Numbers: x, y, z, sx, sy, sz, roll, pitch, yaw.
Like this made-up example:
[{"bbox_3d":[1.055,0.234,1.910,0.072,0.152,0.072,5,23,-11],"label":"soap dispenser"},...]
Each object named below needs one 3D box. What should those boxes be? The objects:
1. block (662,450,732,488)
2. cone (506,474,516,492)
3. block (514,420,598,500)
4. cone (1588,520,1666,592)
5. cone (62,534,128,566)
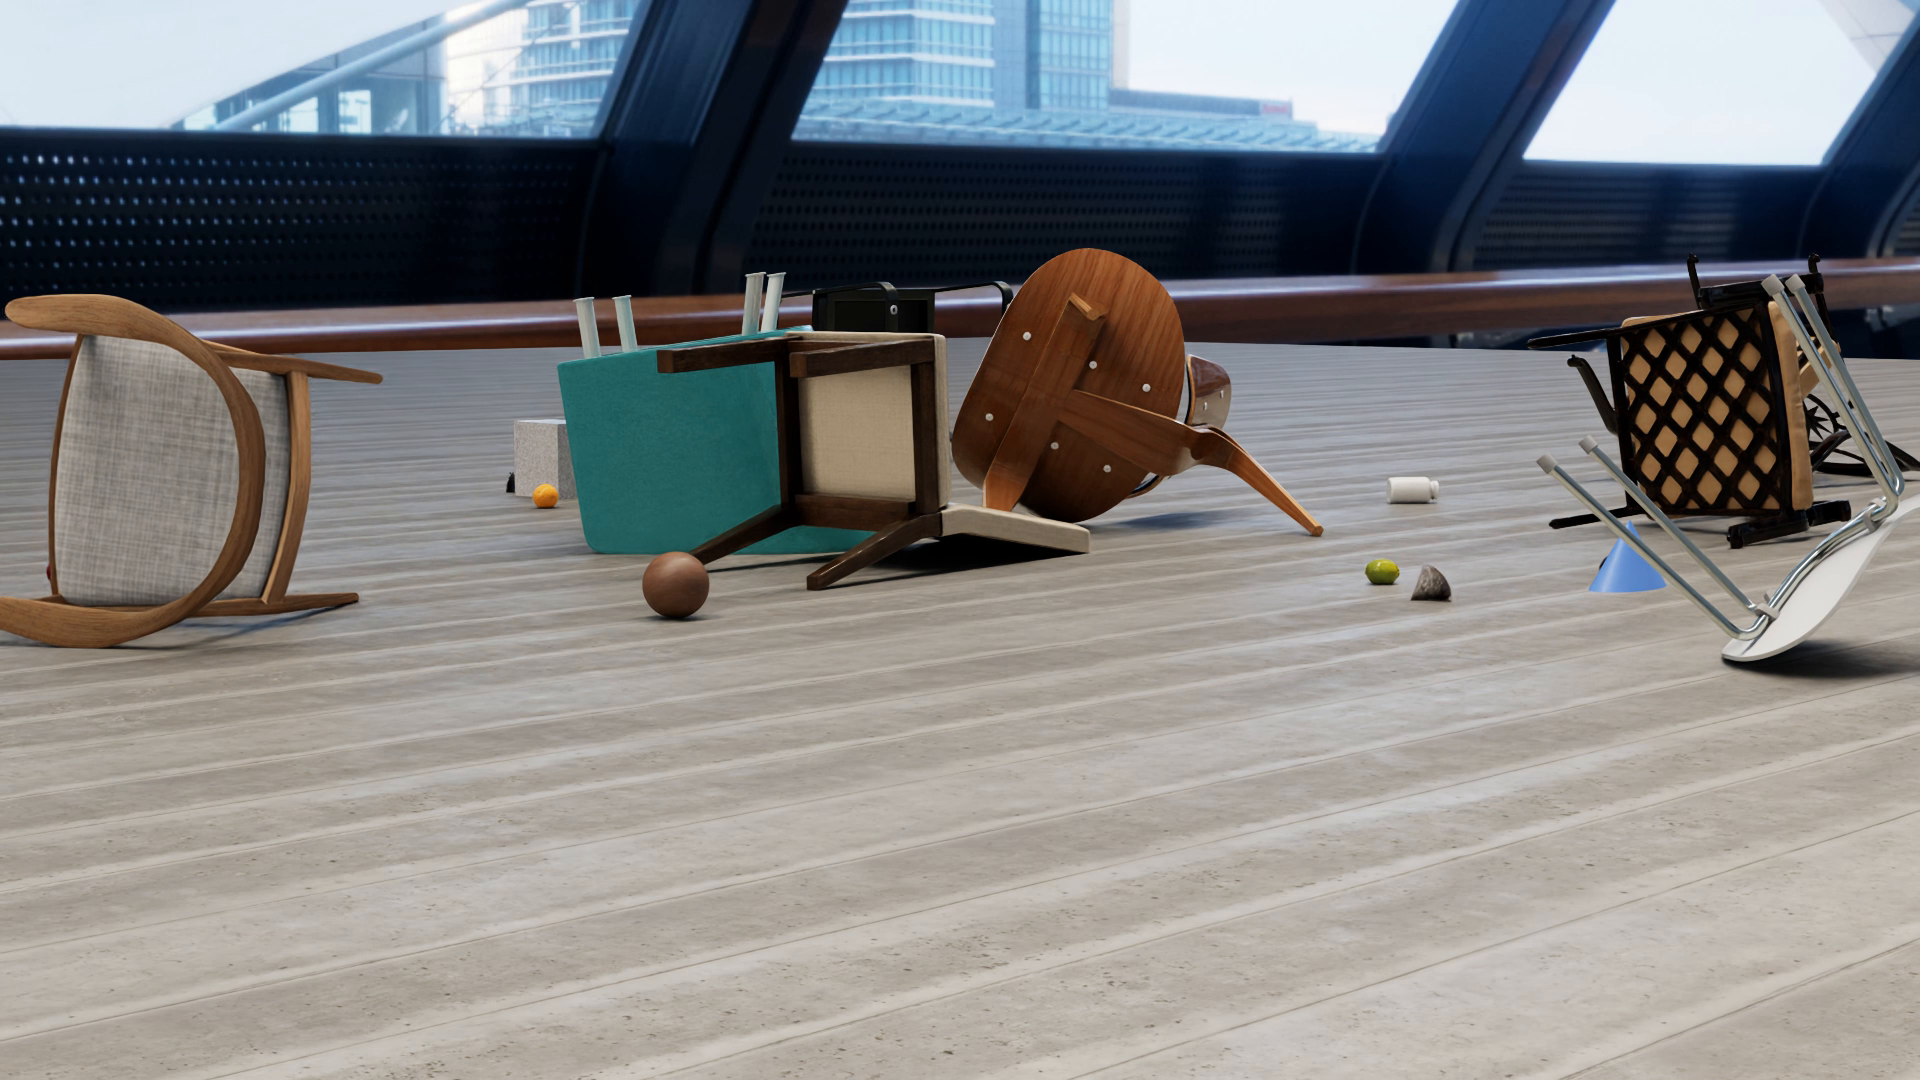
[{"bbox_3d":[-0.824,-0.225,8.044,0.218,0.113,0.100,0,6,-2],"label":"block"},{"bbox_3d":[-1.334,-0.163,7.854,0.097,0.061,0.087,17,1,-6],"label":"cone"},{"bbox_3d":[-1.211,-0.243,7.686,0.141,0.223,0.226,-6,8,-43],"label":"block"},{"bbox_3d":[1.415,0.028,5.430,0.237,0.145,0.119,-6,8,-43],"label":"cone"},{"bbox_3d":[-1.960,0.040,5.849,0.140,0.075,0.082,15,12,3],"label":"cone"}]
